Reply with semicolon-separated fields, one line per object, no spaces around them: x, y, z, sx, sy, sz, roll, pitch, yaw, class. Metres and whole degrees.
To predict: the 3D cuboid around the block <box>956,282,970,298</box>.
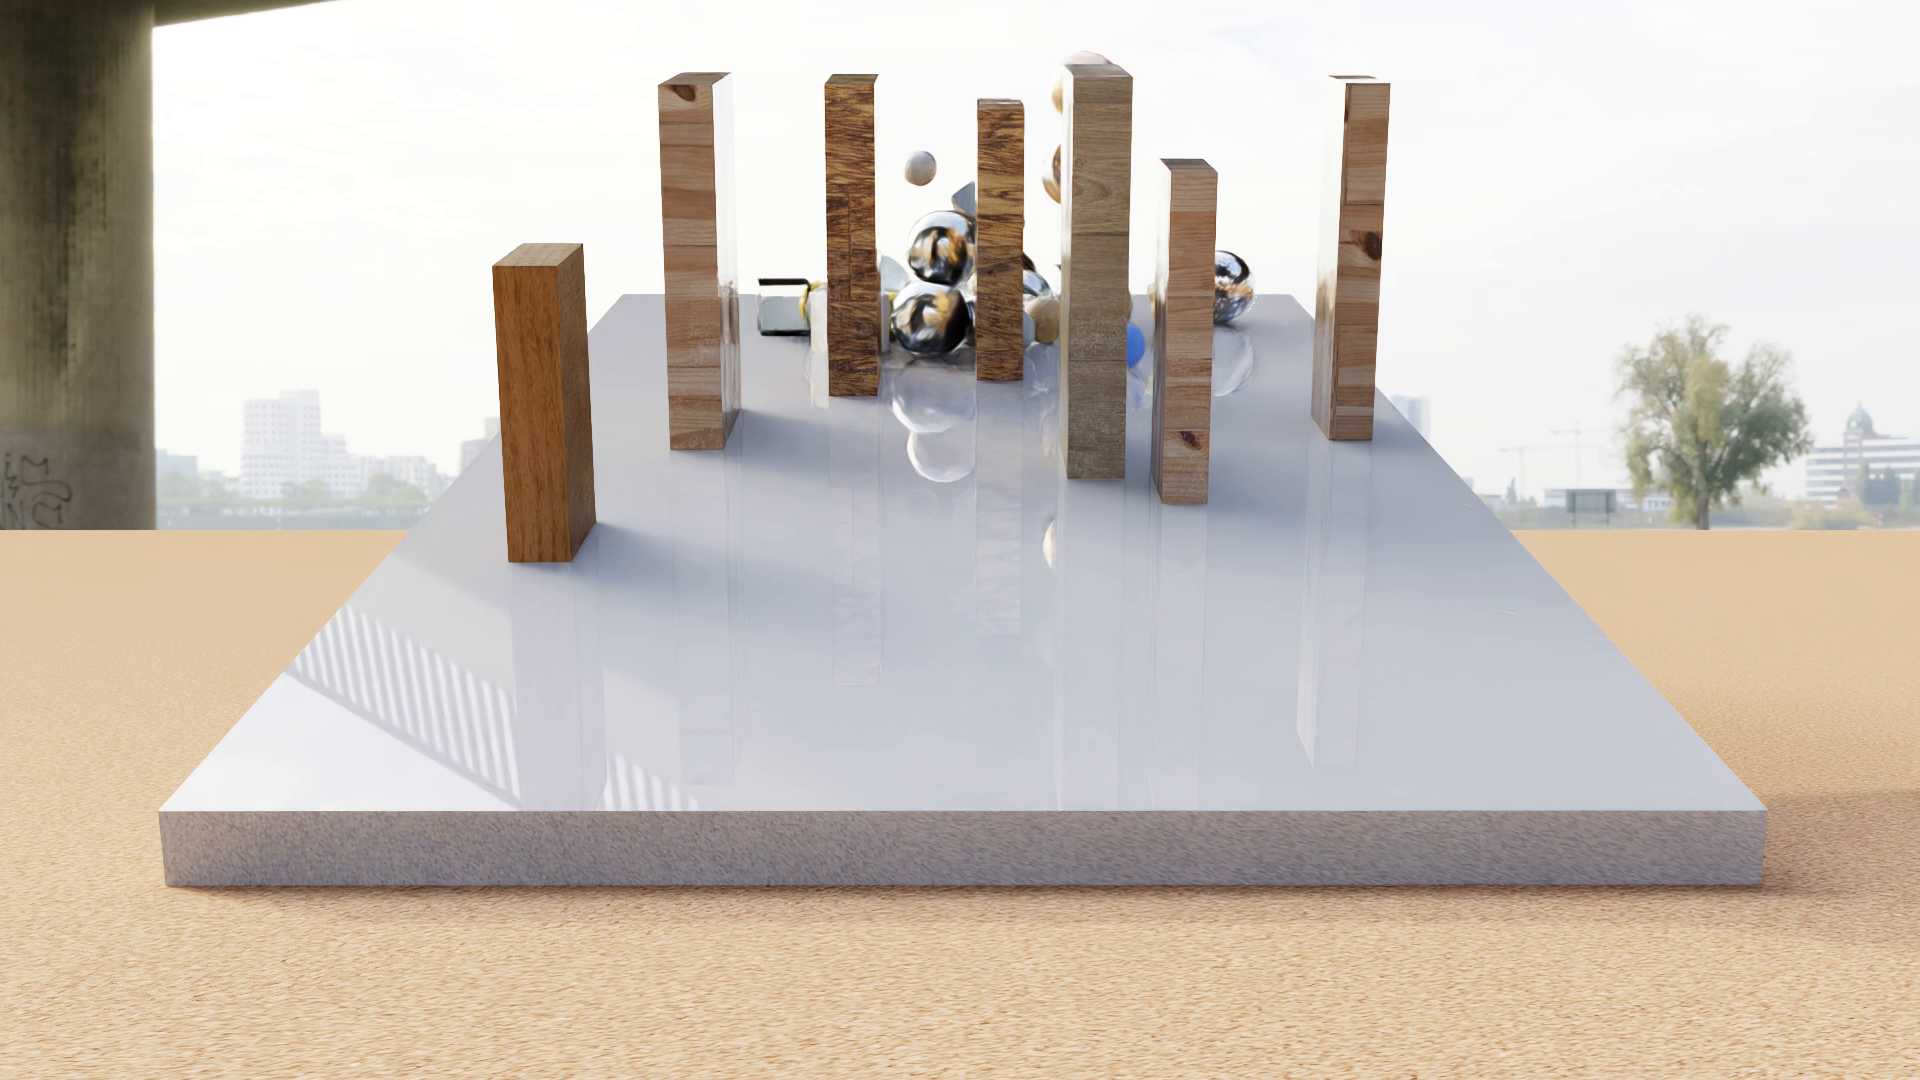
0.047;-0.768;6.450;0.130;0.130;0.130;12;20;37;block

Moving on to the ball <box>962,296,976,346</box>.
0.041;-0.571;5.739;0.134;0.134;0.134;0;0;0;ball

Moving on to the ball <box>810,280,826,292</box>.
-0.391;-0.657;6.079;0.117;0.117;0.117;0;0;0;ball

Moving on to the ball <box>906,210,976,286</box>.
-0.040;-0.750;5.669;0.202;0.202;0.202;0;0;0;ball

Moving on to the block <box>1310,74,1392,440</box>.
0.835;-0.607;4.724;0.093;0.751;0.247;0;16;0;block

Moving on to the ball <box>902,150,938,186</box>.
-0.121;-1.106;6.536;0.108;0.108;0.108;0;0;0;ball

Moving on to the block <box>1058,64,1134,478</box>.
0.270;-0.553;4.465;0.114;0.784;0.399;0;16;0;block

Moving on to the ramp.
-0.002;-0.152;4.673;2.000;0.100;4.000;0;16;0;ramp

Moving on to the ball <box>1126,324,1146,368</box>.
0.404;-0.482;5.459;0.115;0.115;0.115;0;0;0;ball

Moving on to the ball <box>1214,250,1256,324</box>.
0.712;-0.698;6.070;0.204;0.204;0.204;0;0;0;ball

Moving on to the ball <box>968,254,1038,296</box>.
0.122;-0.710;6.083;0.200;0.200;0.200;0;0;0;ball

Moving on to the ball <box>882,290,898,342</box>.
-0.177;-0.591;5.811;0.135;0.135;0.135;0;0;0;ball

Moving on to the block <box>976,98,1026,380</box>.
0.096;-0.741;5.393;0.111;0.647;0.320;0;16;0;block

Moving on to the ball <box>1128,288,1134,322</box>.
0.367;-0.624;5.837;0.185;0.185;0.185;0;0;0;ball

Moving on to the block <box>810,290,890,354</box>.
-0.286;-0.565;5.693;0.147;0.147;0.147;-11;19;-34;block

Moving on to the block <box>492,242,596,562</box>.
-0.726;-0.246;3.862;0.109;0.514;0.274;0;16;0;block

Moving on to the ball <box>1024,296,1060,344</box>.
0.221;-0.579;5.789;0.124;0.124;0.124;0;0;0;ball

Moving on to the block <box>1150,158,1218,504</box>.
0.428;-0.405;4.228;0.087;0.626;0.253;0;16;0;block

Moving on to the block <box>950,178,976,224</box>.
0.057;-0.931;6.180;0.112;0.112;0.112;-37;-22;-11;block

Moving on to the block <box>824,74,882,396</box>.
-0.251;-0.732;5.230;0.114;0.716;0.369;0;16;0;block

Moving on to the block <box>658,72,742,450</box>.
-0.553;-0.606;4.714;0.112;0.751;0.415;0;16;0;block

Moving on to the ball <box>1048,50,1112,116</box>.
0.336;-1.218;5.927;0.195;0.195;0.195;0;0;0;ball

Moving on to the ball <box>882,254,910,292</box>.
-0.233;-0.673;5.966;0.208;0.208;0.208;0;0;0;ball

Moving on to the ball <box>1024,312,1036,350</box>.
0.141;-0.540;5.673;0.111;0.111;0.111;0;0;0;ball

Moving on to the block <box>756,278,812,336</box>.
-0.476;-0.630;5.946;0.135;0.135;0.135;-3;16;-10;block

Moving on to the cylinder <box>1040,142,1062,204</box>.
0.335;-1.044;6.219;0.186;0.186;0.186;0;2;-7;cylinder

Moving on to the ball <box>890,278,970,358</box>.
-0.076;-0.566;5.592;0.203;0.203;0.203;0;0;0;ball

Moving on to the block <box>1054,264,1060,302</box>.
0.344;-0.681;6.108;0.148;0.148;0.148;-2;16;-6;block

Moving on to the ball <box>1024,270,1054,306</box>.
0.167;-0.641;5.913;0.173;0.173;0.173;0;0;0;ball

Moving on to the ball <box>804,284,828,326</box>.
-0.336;-0.605;5.833;0.150;0.150;0.150;0;0;0;ball
